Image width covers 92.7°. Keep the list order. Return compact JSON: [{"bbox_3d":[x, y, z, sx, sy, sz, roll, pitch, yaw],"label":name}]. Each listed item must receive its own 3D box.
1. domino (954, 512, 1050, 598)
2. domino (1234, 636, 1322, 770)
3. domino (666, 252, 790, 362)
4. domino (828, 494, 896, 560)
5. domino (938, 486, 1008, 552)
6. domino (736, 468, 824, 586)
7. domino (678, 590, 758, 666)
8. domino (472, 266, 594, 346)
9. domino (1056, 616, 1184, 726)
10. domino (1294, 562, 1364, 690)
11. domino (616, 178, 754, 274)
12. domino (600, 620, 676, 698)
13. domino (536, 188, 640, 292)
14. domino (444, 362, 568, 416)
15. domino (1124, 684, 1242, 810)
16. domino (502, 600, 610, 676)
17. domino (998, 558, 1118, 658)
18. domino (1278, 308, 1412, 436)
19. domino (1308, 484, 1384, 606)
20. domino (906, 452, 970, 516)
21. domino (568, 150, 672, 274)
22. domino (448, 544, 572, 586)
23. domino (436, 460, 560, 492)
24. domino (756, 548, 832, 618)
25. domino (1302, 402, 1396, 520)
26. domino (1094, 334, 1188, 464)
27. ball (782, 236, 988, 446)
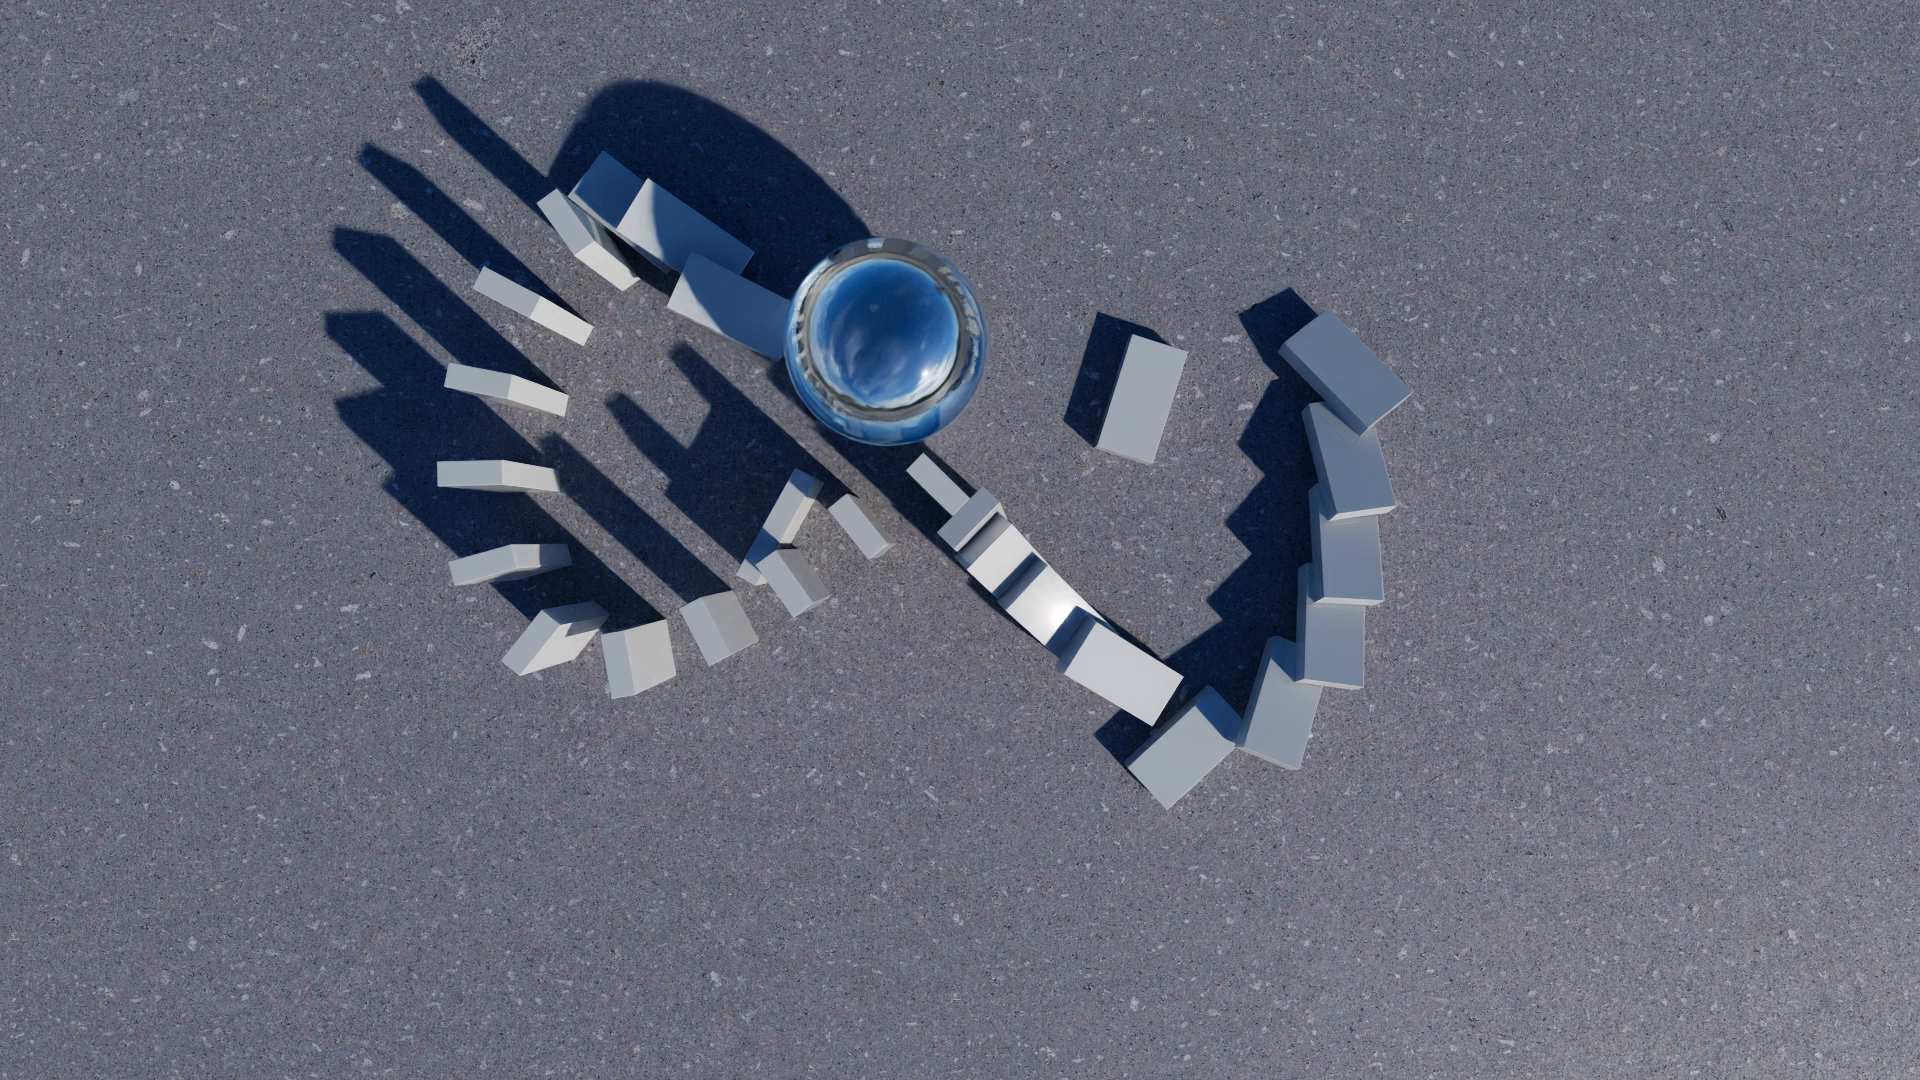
[{"bbox_3d":[0.021,0.012,0.378,0.025,0.050,0.009,-46,48,0],"label":"domino"},{"bbox_3d":[0.137,0.069,0.389,0.025,0.010,0.050,22,75,0],"label":"domino"},{"bbox_3d":[-0.095,-0.098,0.387,0.050,0.009,0.025,24,90,-19],"label":"domino"},{"bbox_3d":[-0.039,-0.005,0.375,0.009,0.050,0.025,-39,90,0],"label":"domino"},{"bbox_3d":[0.006,-0.006,0.375,0.010,0.050,0.025,44,90,8],"label":"domino"},{"bbox_3d":[-0.076,-0.005,0.388,0.010,0.025,0.050,29,90,0],"label":"domino"},{"bbox_3d":[-0.098,0.035,0.375,0.009,0.050,0.025,-27,90,0],"label":"domino"},{"bbox_3d":[-0.173,-0.095,0.375,0.025,0.050,0.010,28,90,0],"label":"domino"},{"bbox_3d":[0.068,0.056,0.387,0.050,0.009,0.025,32,90,-20],"label":"domino"},{"bbox_3d":[0.157,0.036,0.389,0.025,0.009,0.050,8,74,0],"label":"domino"},{"bbox_3d":[-0.115,-0.126,0.387,0.050,0.009,0.025,32,92,-19],"label":"domino"},{"bbox_3d":[-0.131,0.048,0.375,0.010,0.050,0.025,-10,90,0],"label":"domino"},{"bbox_3d":[-0.151,-0.121,0.375,0.010,0.050,0.025,-36,90,0],"label":"domino"},{"bbox_3d":[-0.184,-0.061,0.375,0.025,0.050,0.010,11,90,0],"label":"domino"},{"bbox_3d":[0.098,0.089,0.395,0.050,0.009,0.025,-43,90,0],"label":"domino"},{"bbox_3d":[-0.164,0.039,0.375,0.010,0.050,0.025,39,90,0],"label":"domino"},{"bbox_3d":[0.041,0.033,0.384,0.025,0.009,0.050,-47,118,0],"label":"domino"},{"bbox_3d":[0.163,-0.071,0.388,0.025,0.010,0.050,-38,76,-5],"label":"domino"},{"bbox_3d":[0.163,0.002,0.389,0.025,0.009,0.050,3,74,0],"label":"domino"},{"bbox_3d":[-0.008,-0.021,0.375,0.025,0.050,0.009,44,90,0],"label":"domino"},{"bbox_3d":[-0.140,-0.141,0.395,0.050,0.010,0.025,38,90,0],"label":"domino"},{"bbox_3d":[-0.182,0.010,0.375,0.025,0.050,0.009,-16,90,0],"label":"domino"},{"bbox_3d":[-0.187,-0.026,0.375,0.025,0.050,0.010,-1,90,0],"label":"domino"},{"bbox_3d":[-0.067,0.017,0.375,0.009,0.050,0.025,-36,90,0],"label":"domino"},{"bbox_3d":[0.164,-0.035,0.389,0.025,0.009,0.050,-8,74,0],"label":"domino"},{"bbox_3d":[0.078,-0.060,0.395,0.025,0.010,0.050,17,90,0],"label":"domino"},{"bbox_3d":[-0.029,-0.077,0.360,0.080,0.080,0.080,0,90,0],"label":"ball"}]
